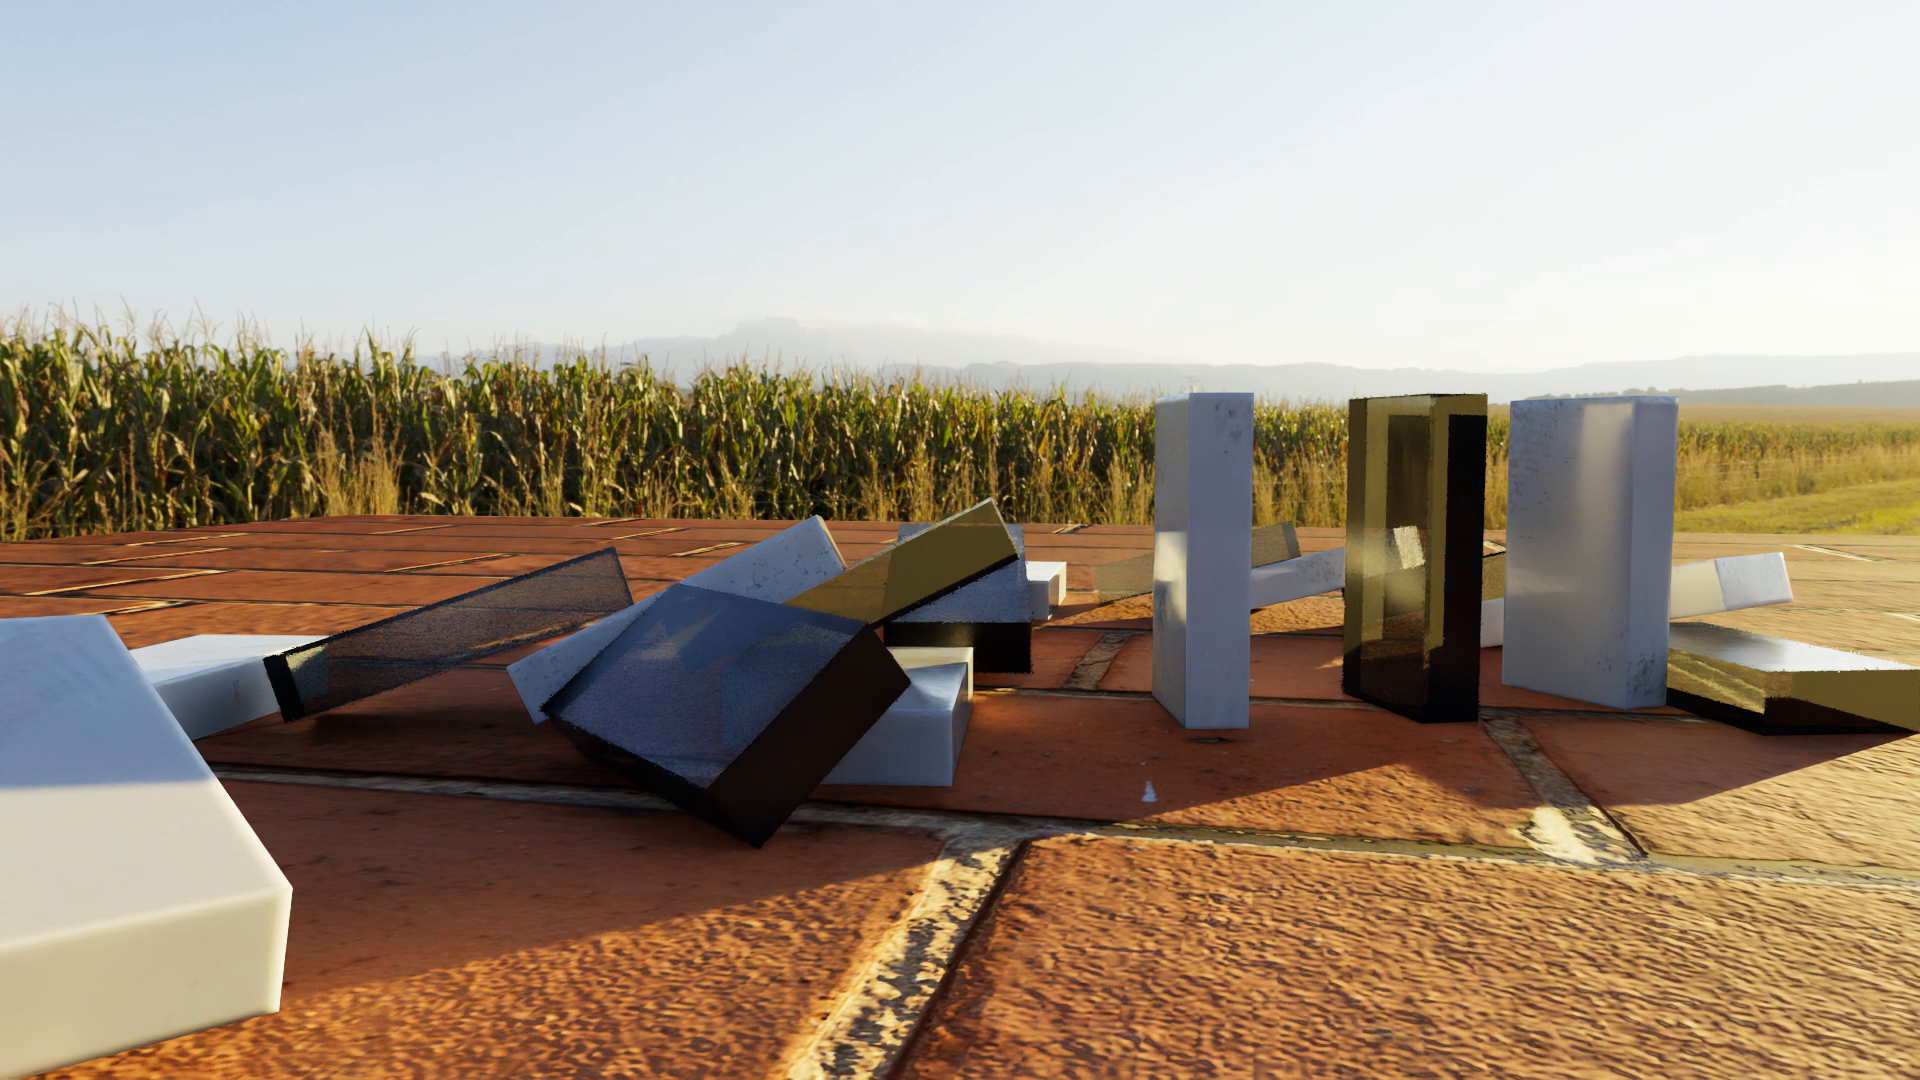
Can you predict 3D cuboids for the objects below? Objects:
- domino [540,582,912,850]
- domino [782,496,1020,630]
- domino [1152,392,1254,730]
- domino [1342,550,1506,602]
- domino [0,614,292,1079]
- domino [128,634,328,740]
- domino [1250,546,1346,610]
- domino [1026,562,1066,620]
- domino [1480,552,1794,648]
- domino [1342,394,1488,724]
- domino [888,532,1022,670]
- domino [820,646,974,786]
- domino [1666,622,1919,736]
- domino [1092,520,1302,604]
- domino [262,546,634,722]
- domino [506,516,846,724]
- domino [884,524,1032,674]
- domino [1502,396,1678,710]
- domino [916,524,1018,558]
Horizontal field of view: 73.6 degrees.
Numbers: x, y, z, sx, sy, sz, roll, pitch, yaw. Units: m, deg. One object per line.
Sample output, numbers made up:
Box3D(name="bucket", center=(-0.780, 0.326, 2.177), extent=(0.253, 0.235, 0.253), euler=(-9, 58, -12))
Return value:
Box3D(name="domino", center=(-0.031, 0.019, 0.158), extent=(0.025, 0.009, 0.050), euler=(-46, 28, -25))
Box3D(name="domino", center=(-0.015, 0.009, 0.201), extent=(0.050, 0.009, 0.025), euler=(-26, 2, 3))
Box3D(name="domino", center=(0.038, 0.002, 0.202), extent=(0.010, 0.050, 0.025), euler=(0, 4, -3))
Box3D(name="domino", center=(0.114, 0.009, 0.286), extent=(0.050, 0.009, 0.025), euler=(-19, -10, 43))
Box3D(name="domino", center=(-0.071, 0.020, 0.093), extent=(0.025, 0.010, 0.050), euler=(-1, 20, -46))
Box3D(name="domino", center=(-0.122, 0.023, 0.197), extent=(0.025, 0.010, 0.050), euler=(0, 4, 4))
Box3D(name="domino", center=(0.090, 0.007, 0.311), extent=(0.050, 0.009, 0.025), euler=(-16, -6, 30))
Box3D(name="domino", center=(0.013, 0.013, 0.337), extent=(0.025, 0.010, 0.050), euler=(1, 4, 10))
Box3D(name="domino", center=(0.132, 0.012, 0.254), extent=(0.025, 0.009, 0.050), euler=(-3, -10, -33))
Box3D(name="domino", center=(0.073, 0.002, 0.207), extent=(0.009, 0.050, 0.025), euler=(-1, 4, -11))
Box3D(name="domino", center=(-0.001, 0.011, 0.265), extent=(0.025, 0.009, 0.050), euler=(0, 20, 1))
Box3D(name="domino", center=(-0.012, 0.024, 0.185), extent=(0.025, 0.010, 0.050), euler=(0, 4, 4))
Box3D(name="domino", center=(0.127, 0.022, 0.213), extent=(0.025, 0.009, 0.050), euler=(0, 4, -5))
Box3D(name="domino", center=(0.060, 0.006, 0.331), extent=(0.050, 0.009, 0.025), euler=(-13, -3, 3))
Box3D(name="domino", center=(-0.077, 0.014, 0.198), extent=(0.050, 0.010, 0.025), euler=(-19, 1, -17))
Box3D(name="domino", center=(-0.042, 0.012, 0.200), extent=(0.050, 0.010, 0.025), euler=(-26, 2, -4))
Box3D(name="domino", center=(0.000, 0.010, 0.241), extent=(0.025, 0.010, 0.050), euler=(0, 20, 1))
Box3D(name="domino", center=(0.105, 0.001, 0.216), extent=(0.009, 0.050, 0.025), euler=(-2, 5, -24))
Box3D(name="domino", center=(0.001, 0.009, 0.300), extent=(0.025, 0.009, 0.050), euler=(0, 20, 2))
